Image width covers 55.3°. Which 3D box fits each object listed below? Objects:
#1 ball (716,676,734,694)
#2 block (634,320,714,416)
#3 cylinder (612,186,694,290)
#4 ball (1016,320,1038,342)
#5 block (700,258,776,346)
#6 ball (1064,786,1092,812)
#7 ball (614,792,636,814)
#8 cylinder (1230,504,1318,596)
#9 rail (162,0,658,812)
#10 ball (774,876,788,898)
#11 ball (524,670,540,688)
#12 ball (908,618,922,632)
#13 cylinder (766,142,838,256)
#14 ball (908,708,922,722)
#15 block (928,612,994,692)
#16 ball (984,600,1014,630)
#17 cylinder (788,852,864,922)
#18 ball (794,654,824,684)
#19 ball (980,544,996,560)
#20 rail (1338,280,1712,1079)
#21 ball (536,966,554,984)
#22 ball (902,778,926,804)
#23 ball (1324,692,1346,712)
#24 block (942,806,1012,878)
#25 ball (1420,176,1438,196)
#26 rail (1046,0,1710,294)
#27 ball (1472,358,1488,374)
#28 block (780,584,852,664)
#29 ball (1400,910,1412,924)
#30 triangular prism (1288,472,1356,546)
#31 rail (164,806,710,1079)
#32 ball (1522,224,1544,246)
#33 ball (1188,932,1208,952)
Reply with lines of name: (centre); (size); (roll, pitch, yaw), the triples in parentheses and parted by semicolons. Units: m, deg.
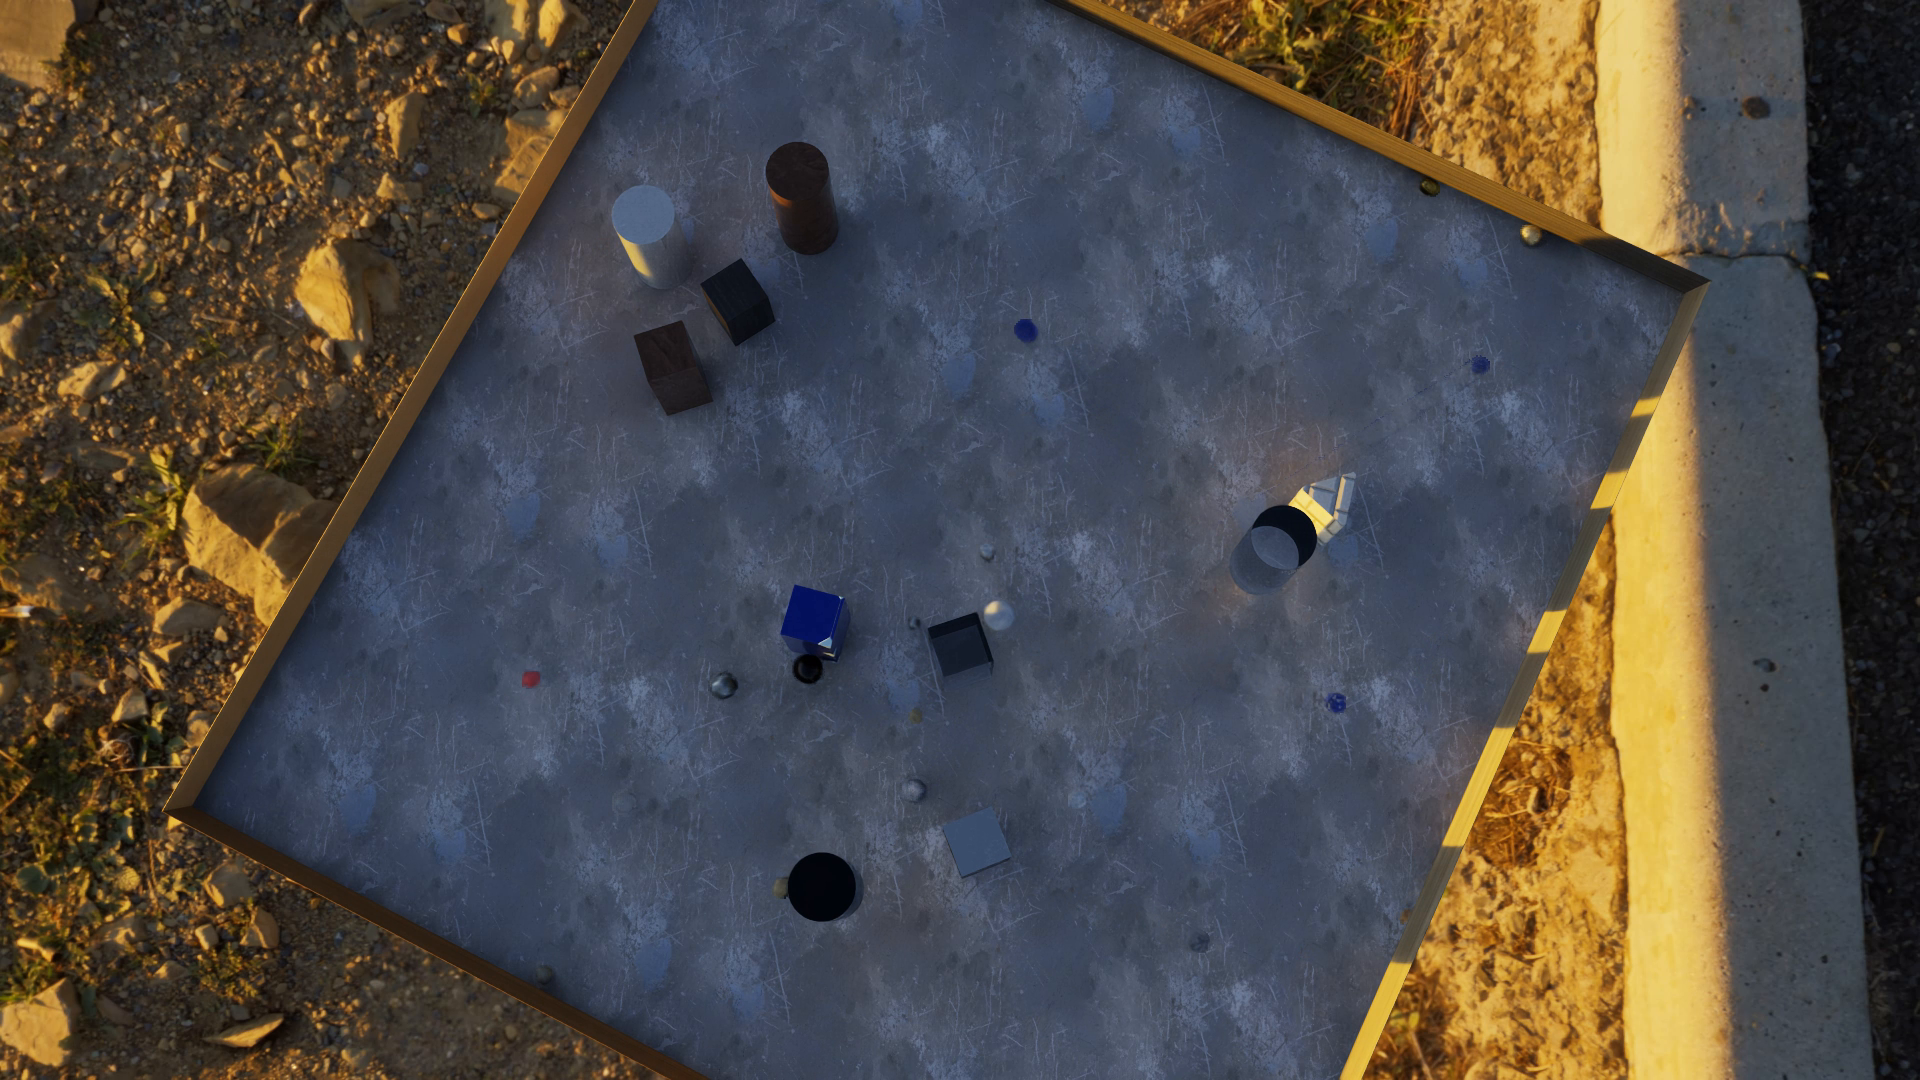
ball: (-0.706, 0.436, 5.485); (0.052, 0.052, 0.052); (0, 78, 0)
block: (-0.862, -0.515, 5.534); (0.149, 0.371, 0.149); (-18, 79, -4)
cylinder: (-0.936, -0.922, 5.606); (0.186, 0.393, 0.186); (0, 78, 0)
ball: (0.209, -0.649, 5.716); (0.068, 0.068, 0.068); (0, 78, 0)
block: (-0.683, -0.731, 5.648); (0.149, 0.234, 0.149); (-34, 80, -7)
ball: (0.350, 0.767, 5.431); (0.081, 0.081, 0.081); (0, 78, 0)
ball: (-0.992, 0.777, 5.422); (0.066, 0.066, 0.066); (0, 78, 0)
cylinder: (0.916, 0.036, 5.387); (0.186, 0.434, 0.186); (0, 78, 0)
rail: (-1.512, -0.734, 5.705); (0.045, 0.121, 3.531); (26, 80, 5)
ball: (-0.518, 1.018, 5.376); (0.059, 0.059, 0.059); (0, 78, 0)
ball: (-1.285, 0.417, 5.504); (0.052, 0.052, 0.052); (0, 78, 0)
ball: (-0.137, 0.257, 5.543); (0.041, 0.041, 0.041); (0, 78, 0)
cylinder: (-0.478, -1.038, 5.603); (0.186, 0.447, 0.186); (0, 78, 0)
ball: (-0.132, 0.525, 5.487); (0.042, 0.042, 0.042); (0, 78, 0)
block: (0.002, 0.332, 5.367); (0.149, 0.353, 0.149); (-18, 79, -4)
ball: (0.116, 0.227, 5.522); (0.092, 0.092, 0.092); (0, 78, 0)
cylinder: (-0.375, 0.986, 5.188); (0.186, 0.439, 0.186); (0, 78, 0)
ball: (-0.454, 0.387, 5.491); (0.089, 0.089, 0.089); (0, 78, 0)
ball: (0.085, 0.038, 5.584); (0.047, 0.047, 0.047); (0, 78, 0)
rail: (1.512, 0.747, 5.399); (0.045, 0.121, 3.531); (26, 80, 5)
ball: (-1.209, 1.266, 5.329); (0.051, 0.051, 0.051); (0, 78, 0)
ball: (-0.136, 0.743, 5.425); (0.073, 0.073, 0.073); (0, 78, 0)
ball: (1.122, 0.487, 5.485); (0.061, 0.061, 0.061); (0, 78, 0)
block: (0.047, 0.871, 5.250); (0.149, 0.365, 0.149); (-21, 79, -4)
ball: (1.489, -1.123, 5.818); (0.059, 0.059, 0.059); (0, 78, 0)
rail: (0.779, -1.519, 5.868); (3.428, 0.121, 0.045); (26, 80, 5)
ball: (1.617, -0.542, 5.704); (0.049, 0.049, 0.049); (0, 78, 0)
block: (-0.421, 0.250, 5.393); (0.149, 0.336, 0.149); (15, 79, 3)
ball: (1.311, 1.103, 5.367); (0.042, 0.042, 0.042); (0, 78, 0)
triangular prism: (1.105, -0.116, 5.487); (0.161, 0.301, 0.140); (43, 82, 8)
rail: (-0.779, 1.532, 5.237); (3.428, 0.121, 0.045); (26, 80, 5)
ball: (1.805, -0.962, 5.782); (0.065, 0.065, 0.065); (0, 78, 0)
ball: (0.695, 1.171, 5.345); (0.058, 0.058, 0.058); (0, 78, 0)
